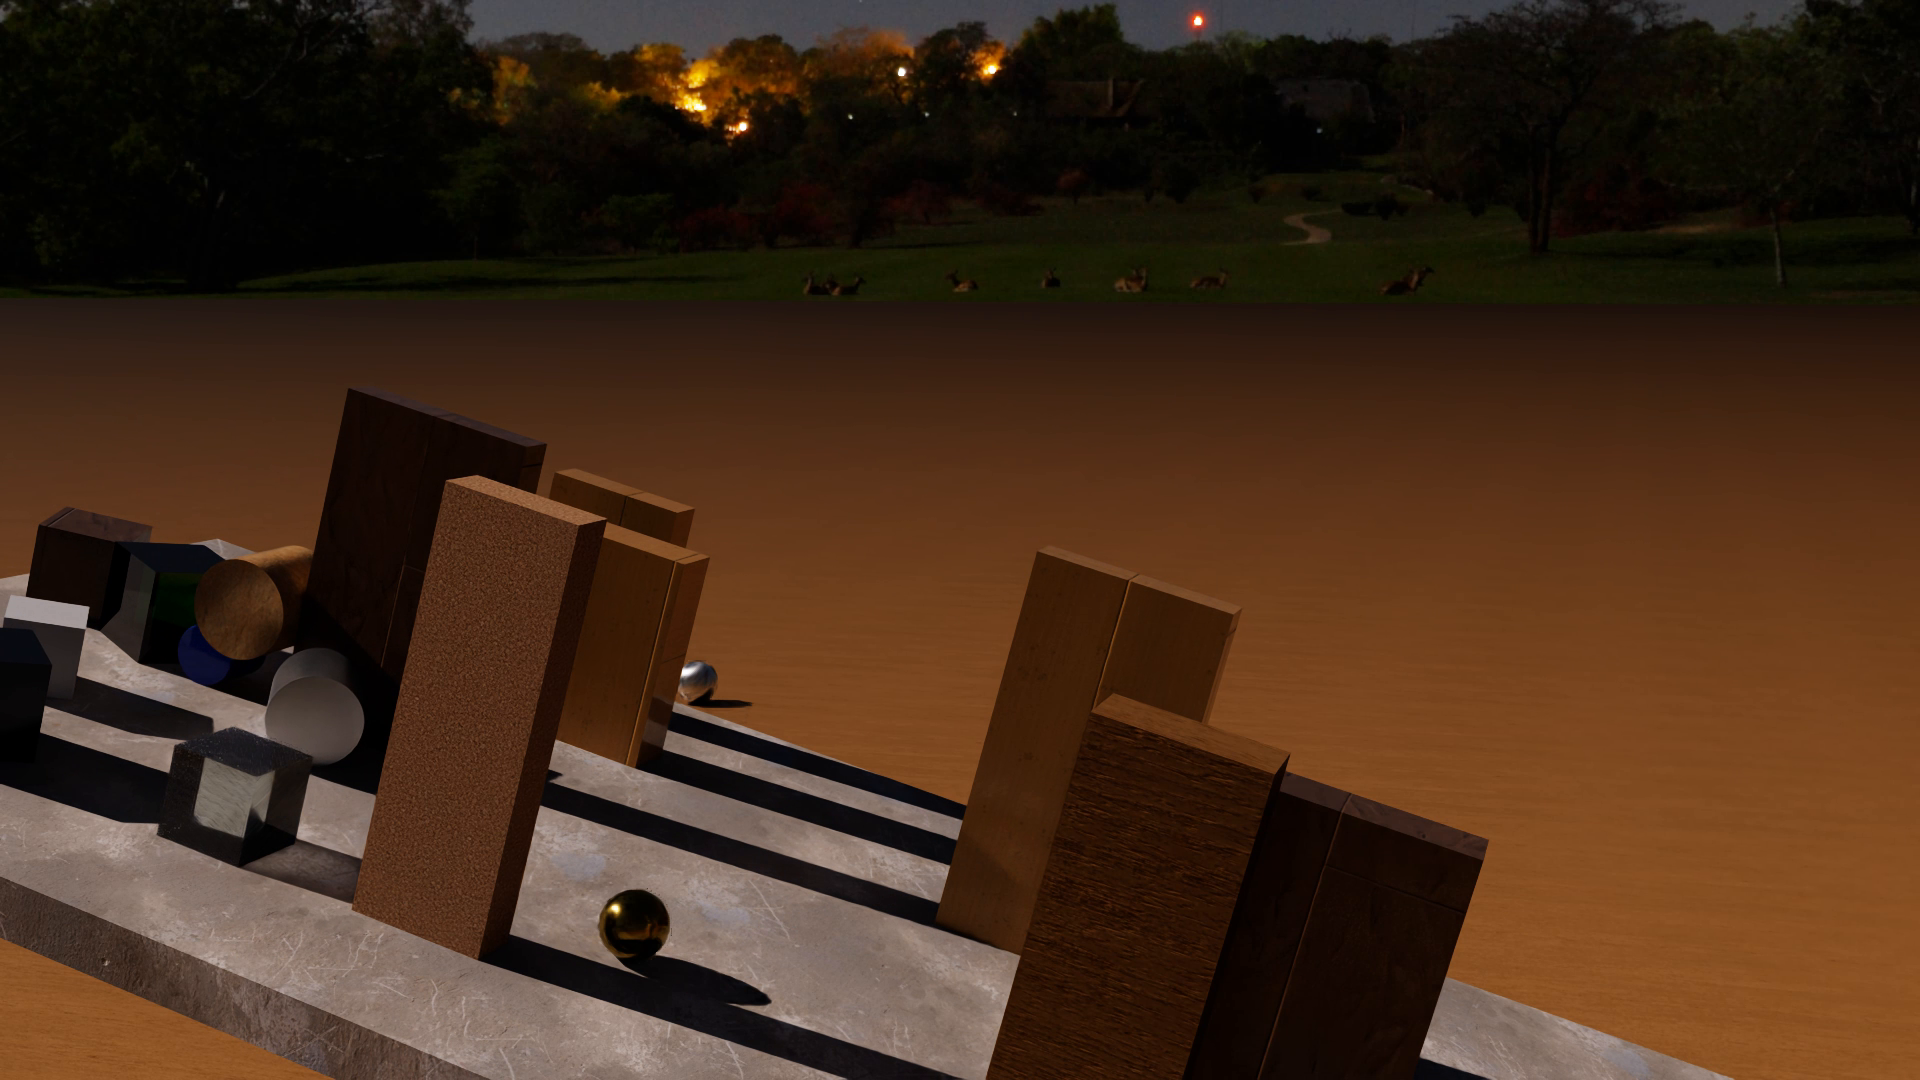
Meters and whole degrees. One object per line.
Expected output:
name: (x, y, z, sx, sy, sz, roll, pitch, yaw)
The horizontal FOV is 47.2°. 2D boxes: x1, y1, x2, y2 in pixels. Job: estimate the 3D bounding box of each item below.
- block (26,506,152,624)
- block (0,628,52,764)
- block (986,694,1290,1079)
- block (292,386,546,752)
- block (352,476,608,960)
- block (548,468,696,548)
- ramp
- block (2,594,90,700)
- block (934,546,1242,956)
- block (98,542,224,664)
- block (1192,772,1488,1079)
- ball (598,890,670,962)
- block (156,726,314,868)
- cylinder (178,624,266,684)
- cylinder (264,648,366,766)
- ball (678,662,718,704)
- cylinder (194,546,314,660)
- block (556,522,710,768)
block: (-1.929, 0.058, 4.871, 0.191, 0.191, 0.191, 14, 11, -7)
block: (-1.783, 0.276, 3.993, 0.190, 0.190, 0.190, 7, 14, -35)
block: (0.240, 0.651, 3.295, 0.279, 0.780, 0.148, 18, 11, 14)
block: (-1.120, 0.083, 4.488, 0.412, 0.703, 0.086, 18, 11, 14)
block: (-0.808, 0.297, 3.683, 0.248, 0.767, 0.103, 18, 11, 14)
block: (-0.845, 0.123, 5.174, 0.321, 0.504, 0.102, 18, 11, 14)
ramp: (-0.382, 0.755, 4.243, 4.000, 0.100, 2.000, 18, 11, 14)
block: (-1.823, 0.212, 4.363, 0.148, 0.148, 0.148, 11, 12, -21)
block: (0.245, 0.446, 4.298, 0.397, 0.784, 0.096, 18, 11, 14)
block: (-1.704, 0.135, 4.755, 0.204, 0.204, 0.204, 3, 16, -46)
block: (0.568, 0.738, 3.668, 0.437, 0.638, 0.135, 18, 11, 14)
ball: (-0.567, 0.671, 3.831, 0.124, 0.124, 0.124, 0, 7, 0)
block: (-1.274, 0.449, 3.869, 0.168, 0.168, 0.168, 18, 11, 14)
cylinder: (-1.561, 0.233, 4.658, 0.129, 0.129, 0.129, 2, 3, 14)
cylinder: (-1.283, 0.332, 4.388, 0.187, 0.187, 0.187, -2, 15, -13)
ball: (-1.137, 0.616, 9.514, 0.182, 0.182, 0.182, 0, 7, 0)
cylinder: (-1.445, 0.129, 4.590, 0.209, 0.209, 0.209, 2, 8, 16)
block: (-0.778, 0.221, 4.865, 0.320, 0.472, 0.136, 18, 11, 14)
